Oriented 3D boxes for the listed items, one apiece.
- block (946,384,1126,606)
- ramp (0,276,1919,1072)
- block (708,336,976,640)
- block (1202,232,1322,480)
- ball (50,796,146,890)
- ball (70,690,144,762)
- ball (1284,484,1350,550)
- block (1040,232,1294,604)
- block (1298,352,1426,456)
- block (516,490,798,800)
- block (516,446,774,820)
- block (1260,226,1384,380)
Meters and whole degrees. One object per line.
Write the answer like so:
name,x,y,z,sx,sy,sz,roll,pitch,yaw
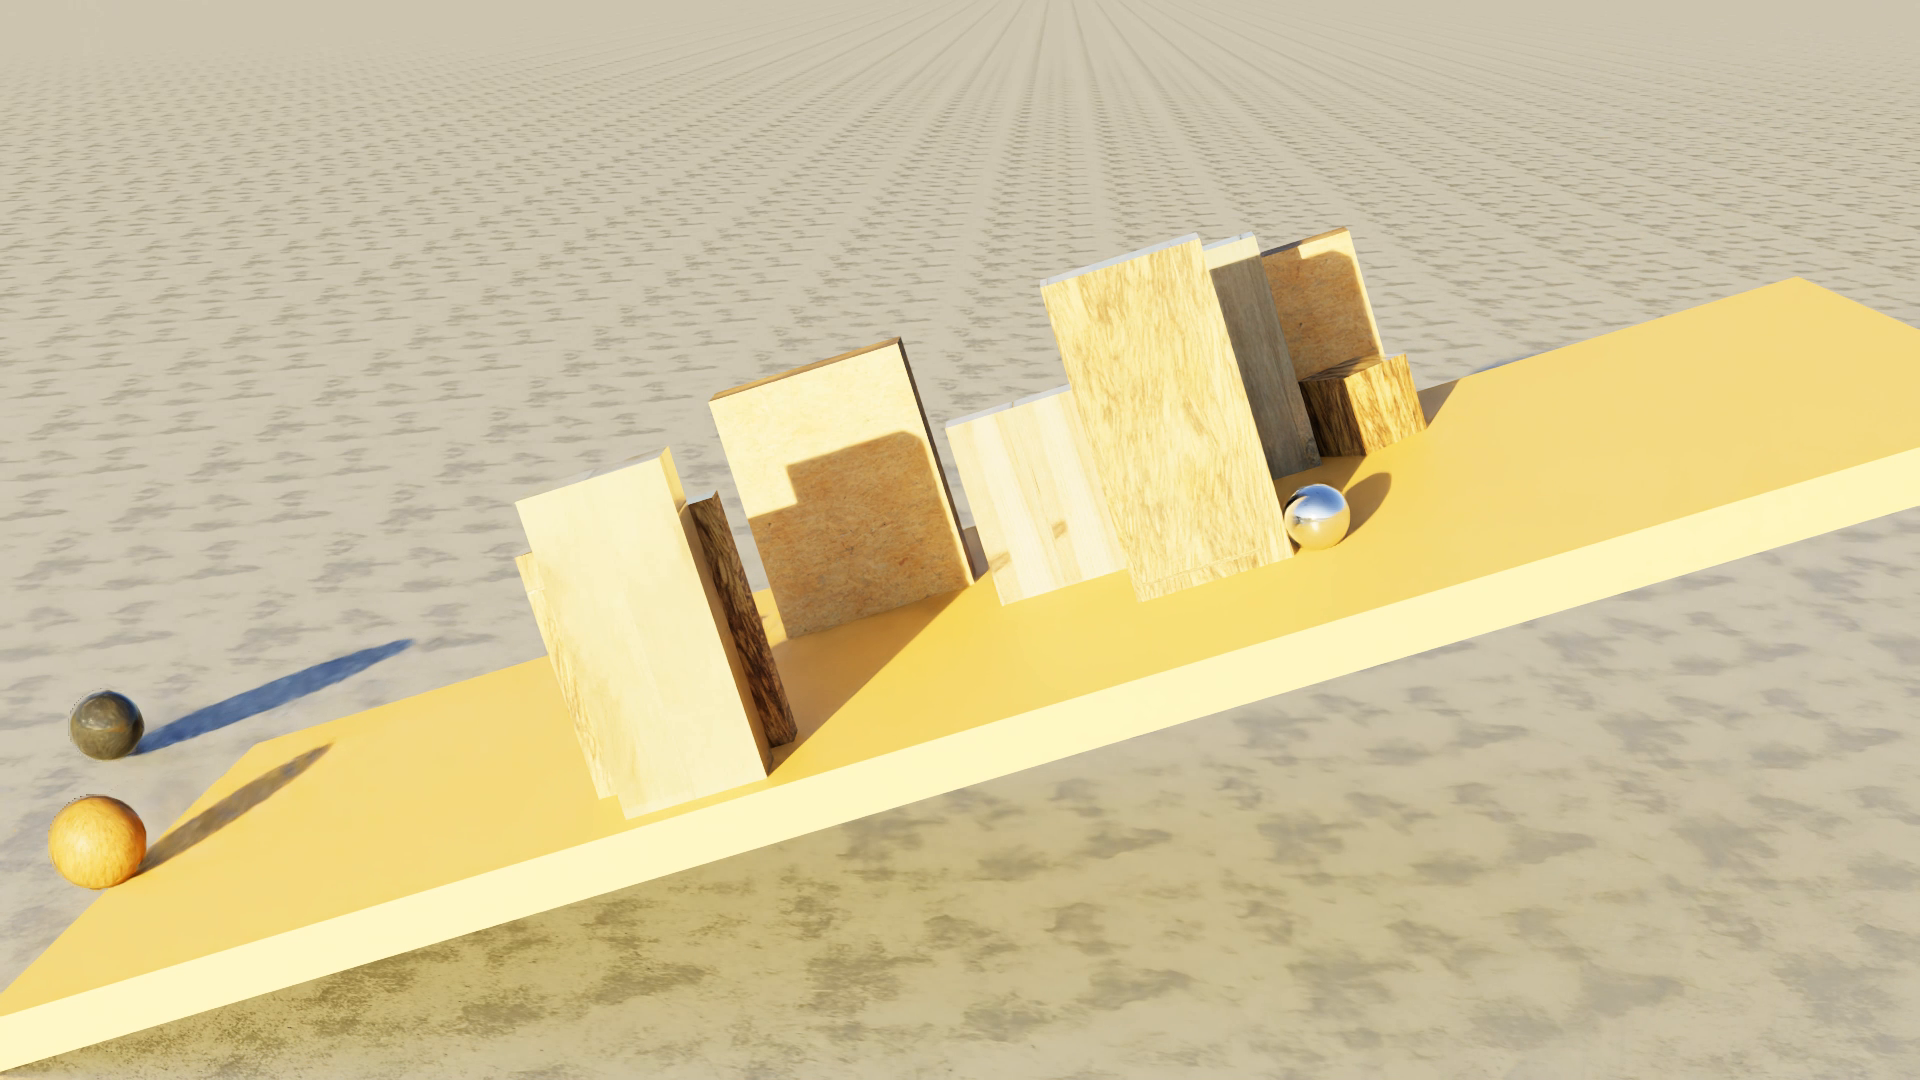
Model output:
block,0.179,-0.102,6.271,0.312,0.401,0.095,-17,10,5
ramp,0.098,0.184,6.313,4.000,0.100,2.000,-17,10,5
block,-0.261,-0.117,6.629,0.441,0.567,0.136,-17,10,5
block,0.553,-0.378,6.693,0.396,0.545,0.112,-17,10,5
ball,-1.849,0.649,6.310,0.200,0.200,0.200,0,11,0
ball,-2.219,0.484,7.656,0.184,0.184,0.184,0,11,0
ball,0.710,-0.047,5.842,0.131,0.131,0.131,0,11,0
block,0.414,-0.244,5.885,0.326,0.664,0.134,-17,10,5
block,0.918,-0.308,6.725,0.182,0.182,0.182,-23,11,-27
block,-0.583,0.203,5.676,0.398,0.500,0.083,-17,10,5
block,-0.582,0.173,5.466,0.277,0.629,0.132,-17,10,5
block,0.834,-0.480,7.019,0.314,0.452,0.111,-17,10,5
